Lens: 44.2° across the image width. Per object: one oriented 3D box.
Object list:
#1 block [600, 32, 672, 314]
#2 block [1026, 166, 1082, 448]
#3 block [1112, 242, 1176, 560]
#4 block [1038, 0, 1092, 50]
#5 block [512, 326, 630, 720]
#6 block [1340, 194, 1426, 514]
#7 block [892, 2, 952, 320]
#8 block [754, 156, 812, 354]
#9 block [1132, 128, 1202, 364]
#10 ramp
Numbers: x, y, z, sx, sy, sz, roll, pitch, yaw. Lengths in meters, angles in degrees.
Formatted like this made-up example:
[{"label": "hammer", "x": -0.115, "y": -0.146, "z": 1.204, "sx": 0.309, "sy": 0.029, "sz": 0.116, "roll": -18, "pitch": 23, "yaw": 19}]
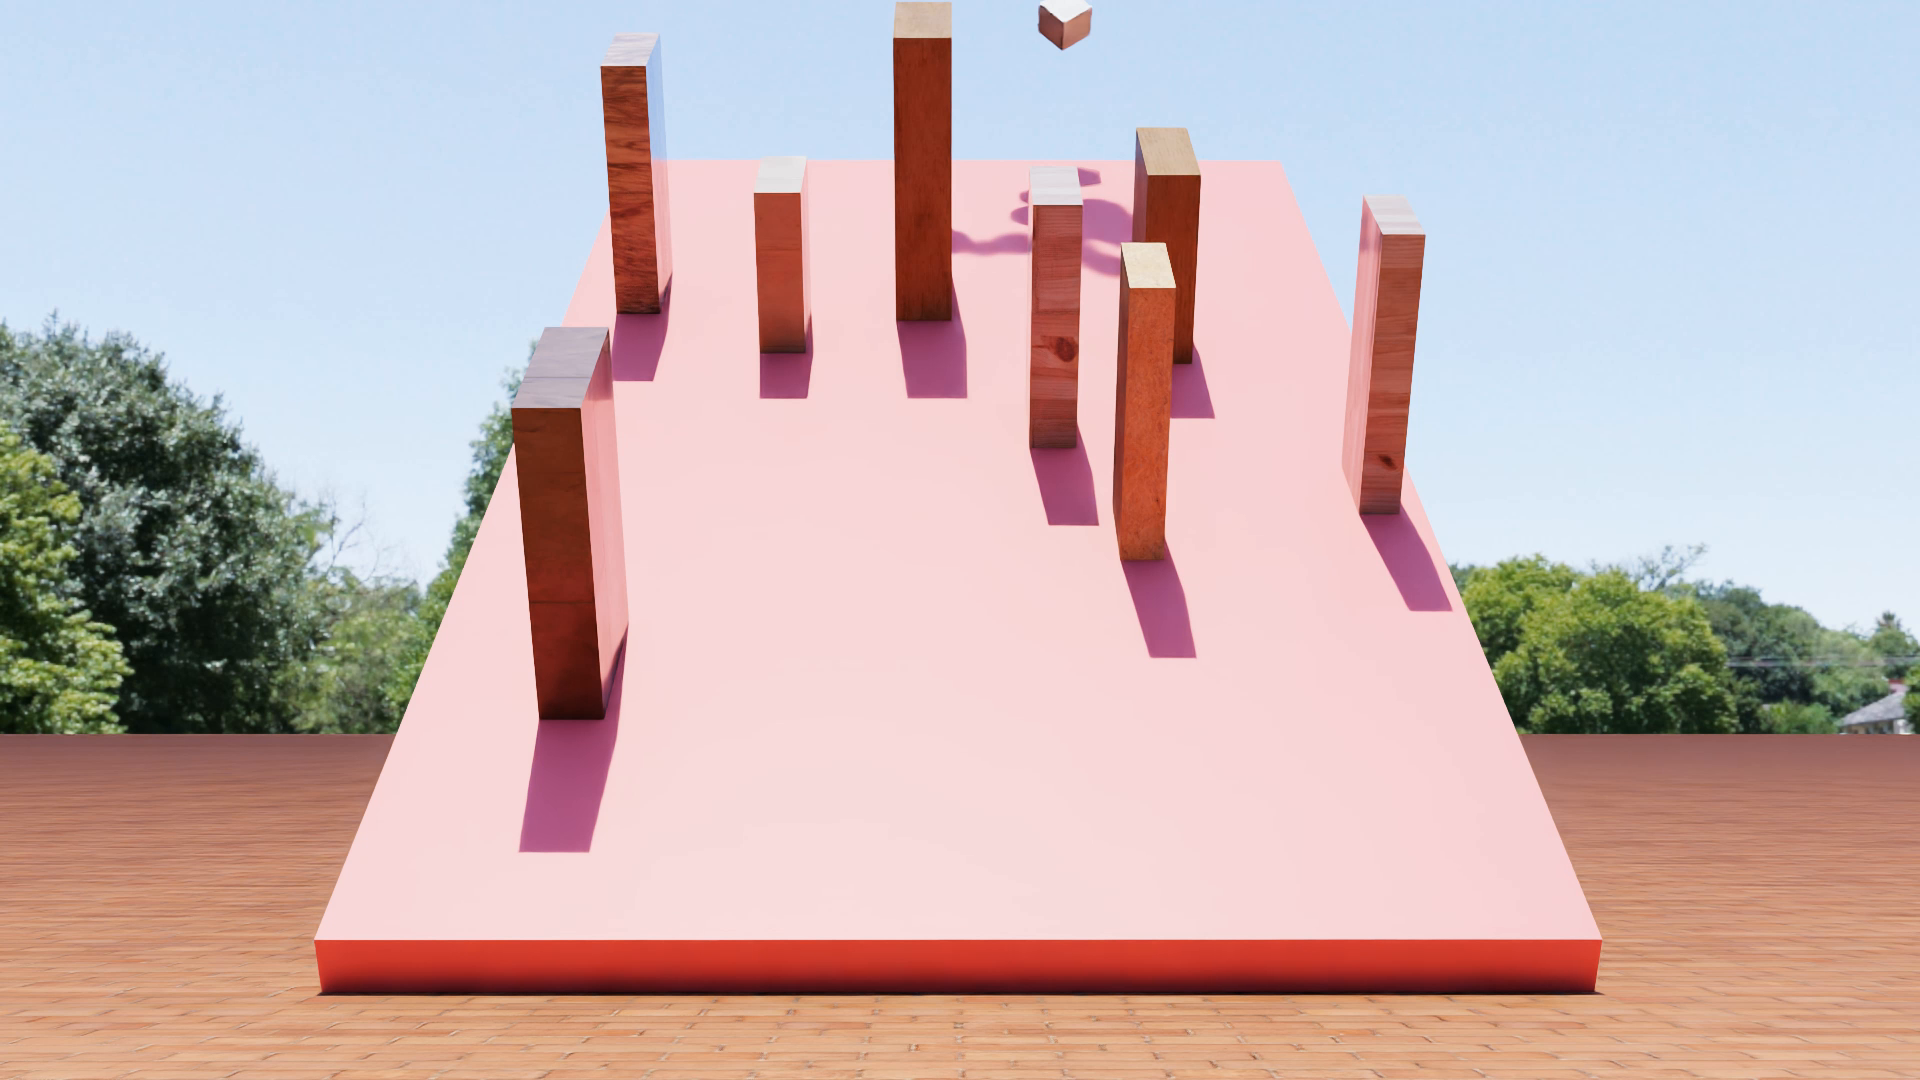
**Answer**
[{"label": "block", "x": -0.826, "y": -0.942, "z": 6.073, "sx": 0.111, "sy": 0.647, "sz": 0.320, "roll": 0, "pitch": 27, "yaw": 0}, {"label": "block", "x": 0.209, "y": -0.524, "z": 5.324, "sx": 0.107, "sy": 0.573, "sz": 0.270, "roll": 0, "pitch": 27, "yaw": 0}, {"label": "block", "x": 0.372, "y": -0.282, "z": 4.819, "sx": 0.089, "sy": 0.590, "sz": 0.260, "roll": 0, "pitch": 27, "yaw": 0}, {"label": "block", "x": 0.318, "y": -1.578, "z": 7.159, "sx": 0.112, "sy": 0.112, "sz": 0.112, "roll": -34, "pitch": -28, "yaw": -22}, {"label": "block", "x": -0.700, "y": -0.033, "z": 4.291, "sx": 0.117, "sy": 0.611, "sz": 0.374, "roll": 0, "pitch": 27, "yaw": 0}, {"label": "block", "x": 0.891, "y": -0.390, "z": 5.000, "sx": 0.087, "sy": 0.626, "sz": 0.253, "roll": 0, "pitch": 27, "yaw": 0}, {"label": "block", "x": -0.093, "y": -0.967, "z": 6.033, "sx": 0.142, "sy": 0.730, "sz": 0.357, "roll": 0, "pitch": 27, "yaw": 0}, {"label": "block", "x": -0.439, "y": -0.711, "z": 5.873, "sx": 0.113, "sy": 0.413, "sz": 0.290, "roll": 0, "pitch": 27, "yaw": 0}, {"label": "block", "x": 0.504, "y": -0.731, "z": 5.844, "sx": 0.126, "sy": 0.480, "sz": 0.386, "roll": 0, "pitch": 27, "yaw": 0}, {"label": "ramp", "x": -0.010, "y": -0.228, "z": 5.482, "sx": 2.000, "sy": 0.100, "sz": 4.000, "roll": 0, "pitch": 27, "yaw": 0}]
